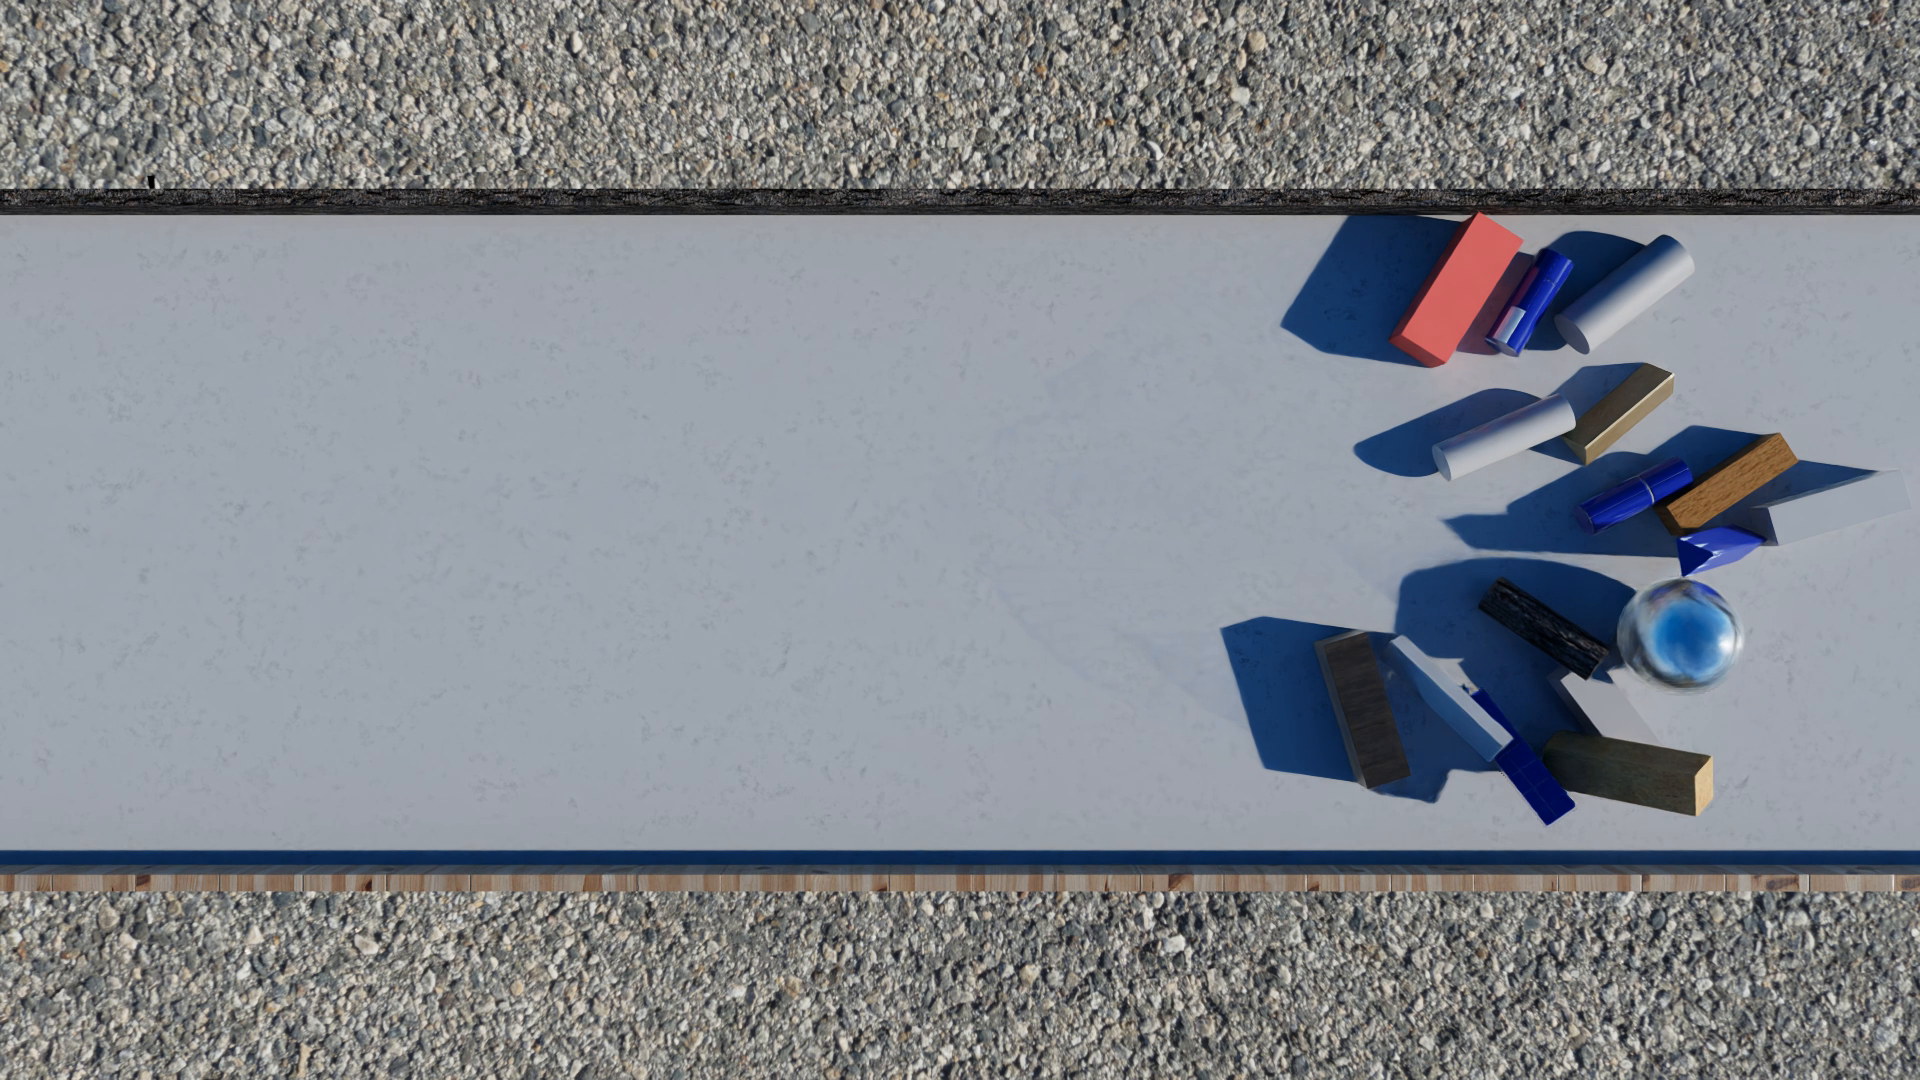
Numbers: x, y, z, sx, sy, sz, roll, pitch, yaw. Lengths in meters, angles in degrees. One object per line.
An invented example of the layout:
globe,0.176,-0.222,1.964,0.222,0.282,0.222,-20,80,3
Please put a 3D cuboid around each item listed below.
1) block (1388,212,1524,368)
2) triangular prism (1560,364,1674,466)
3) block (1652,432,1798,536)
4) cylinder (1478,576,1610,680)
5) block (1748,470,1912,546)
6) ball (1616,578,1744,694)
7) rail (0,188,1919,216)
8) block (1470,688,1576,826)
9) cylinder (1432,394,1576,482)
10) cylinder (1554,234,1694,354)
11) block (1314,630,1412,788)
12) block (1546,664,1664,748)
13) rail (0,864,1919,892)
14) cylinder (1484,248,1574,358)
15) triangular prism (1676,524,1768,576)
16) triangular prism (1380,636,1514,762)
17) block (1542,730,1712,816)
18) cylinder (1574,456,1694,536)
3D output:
block,1.498,-0.753,4.997,0.160,0.160,0.433,32,90,0
triangular prism,2.017,-0.387,5.020,0.346,0.107,0.124,-40,90,0
block,2.330,-0.169,5.024,0.407,0.105,0.105,-33,90,0
cylinder,1.750,0.264,4.950,0.374,0.120,0.120,37,90,22
block,2.644,-0.097,5.016,0.416,0.122,0.122,-16,90,0
ball,2.139,0.285,4.903,0.346,0.346,0.346,0,90,0
rail,-2.247,-1.025,5.002,12.000,0.150,0.050,0,90,0
block,1.665,0.649,4.948,0.104,0.104,0.429,-38,70,11
cylinder,1.652,-0.312,5.016,0.407,0.121,0.121,-23,90,0
cylinder,2.013,-0.744,5.001,0.397,0.152,0.152,-37,90,0
block,1.220,0.510,5.008,0.138,0.138,0.452,-17,90,0
block,1.965,0.532,5.013,0.127,0.127,0.375,-37,90,0
rail,-2.247,1.025,5.001,12.000,0.150,0.050,0,90,0
cylinder,1.731,-0.721,5.019,0.115,0.115,0.316,32,90,0
triangular prism,2.278,0.024,4.912,0.378,0.099,0.114,-9,90,-42
triangular prism,1.456,0.467,4.947,0.103,0.089,0.444,-45,68,3
block,1.965,0.682,4.863,0.132,0.444,0.132,-26,114,-42
cylinder,2.051,-0.133,5.024,0.336,0.104,0.104,-27,90,0
